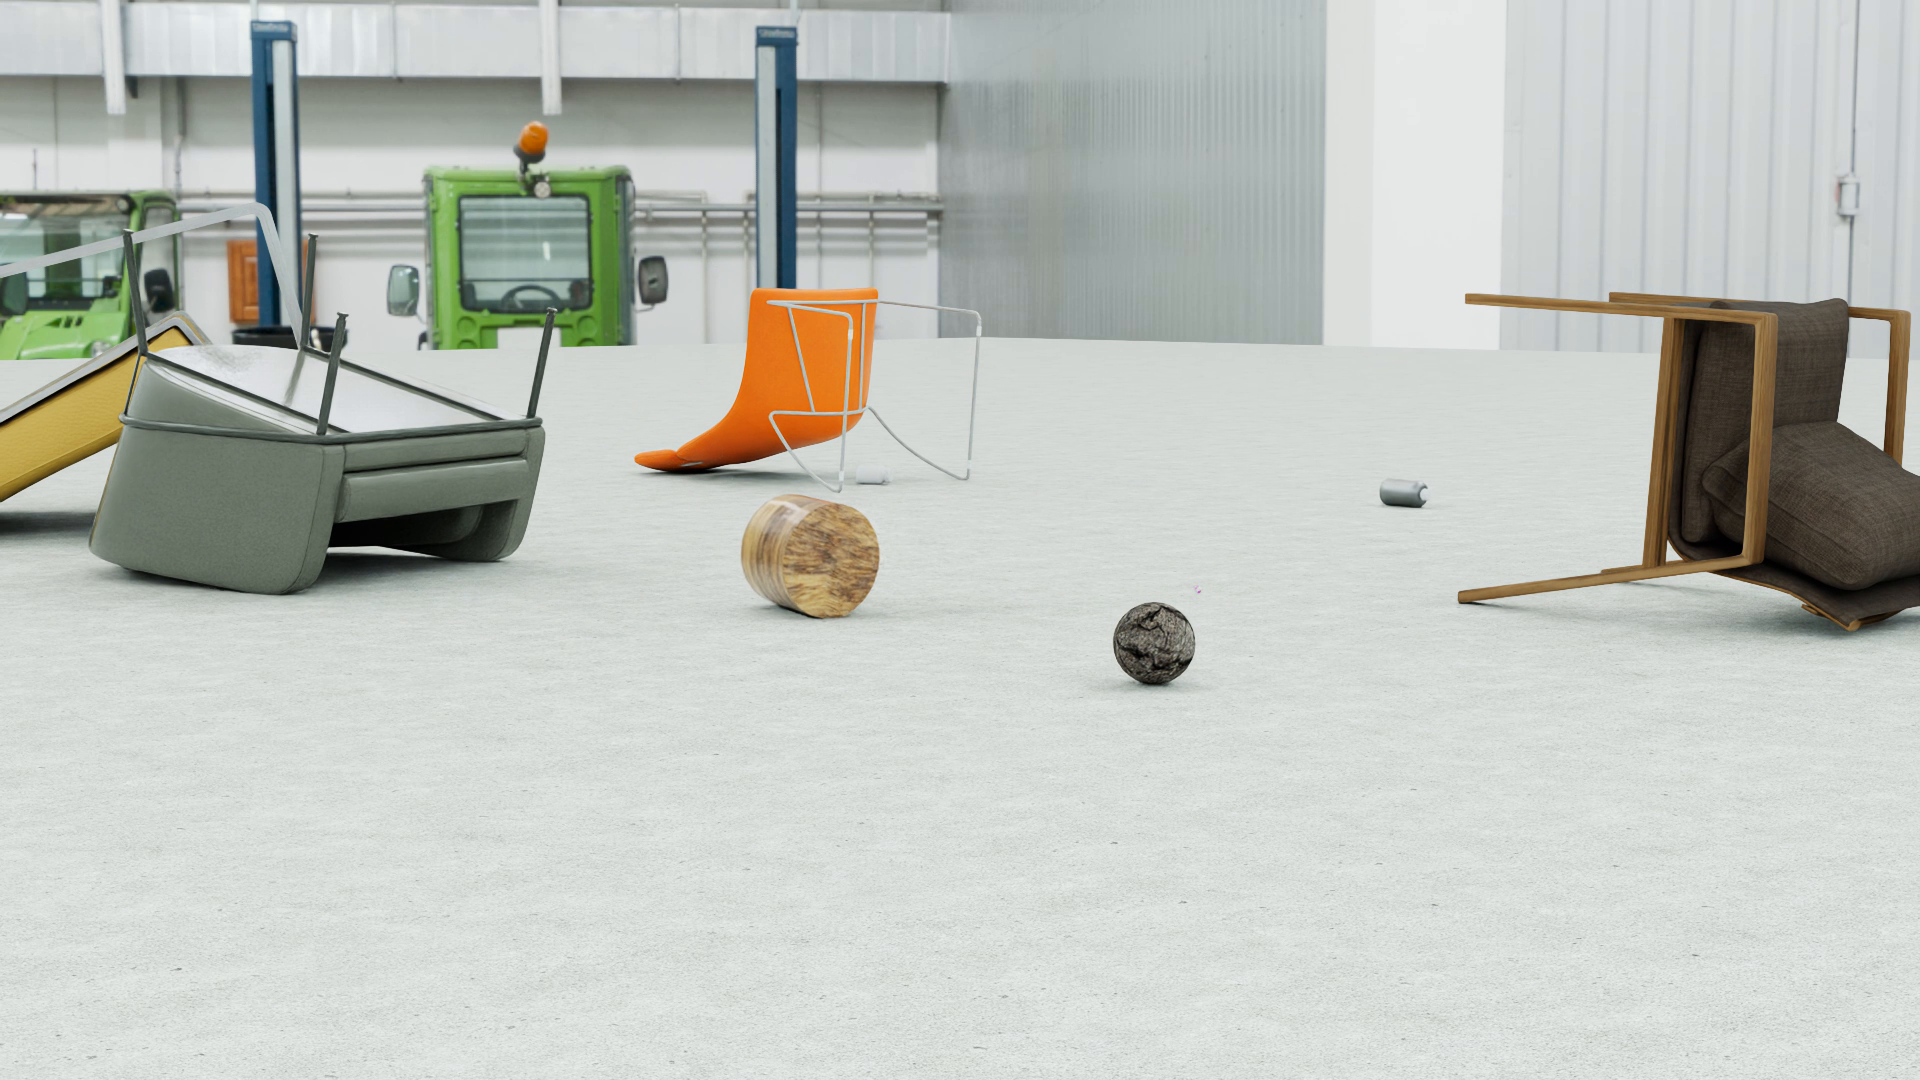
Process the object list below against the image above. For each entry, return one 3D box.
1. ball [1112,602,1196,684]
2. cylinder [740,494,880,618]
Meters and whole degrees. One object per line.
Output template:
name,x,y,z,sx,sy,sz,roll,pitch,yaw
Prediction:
ball,0.314,0.167,4.144,0.133,0.133,0.133,0,6,0
cylinder,-0.297,0.029,5.047,0.197,0.224,0.249,14,0,-25
